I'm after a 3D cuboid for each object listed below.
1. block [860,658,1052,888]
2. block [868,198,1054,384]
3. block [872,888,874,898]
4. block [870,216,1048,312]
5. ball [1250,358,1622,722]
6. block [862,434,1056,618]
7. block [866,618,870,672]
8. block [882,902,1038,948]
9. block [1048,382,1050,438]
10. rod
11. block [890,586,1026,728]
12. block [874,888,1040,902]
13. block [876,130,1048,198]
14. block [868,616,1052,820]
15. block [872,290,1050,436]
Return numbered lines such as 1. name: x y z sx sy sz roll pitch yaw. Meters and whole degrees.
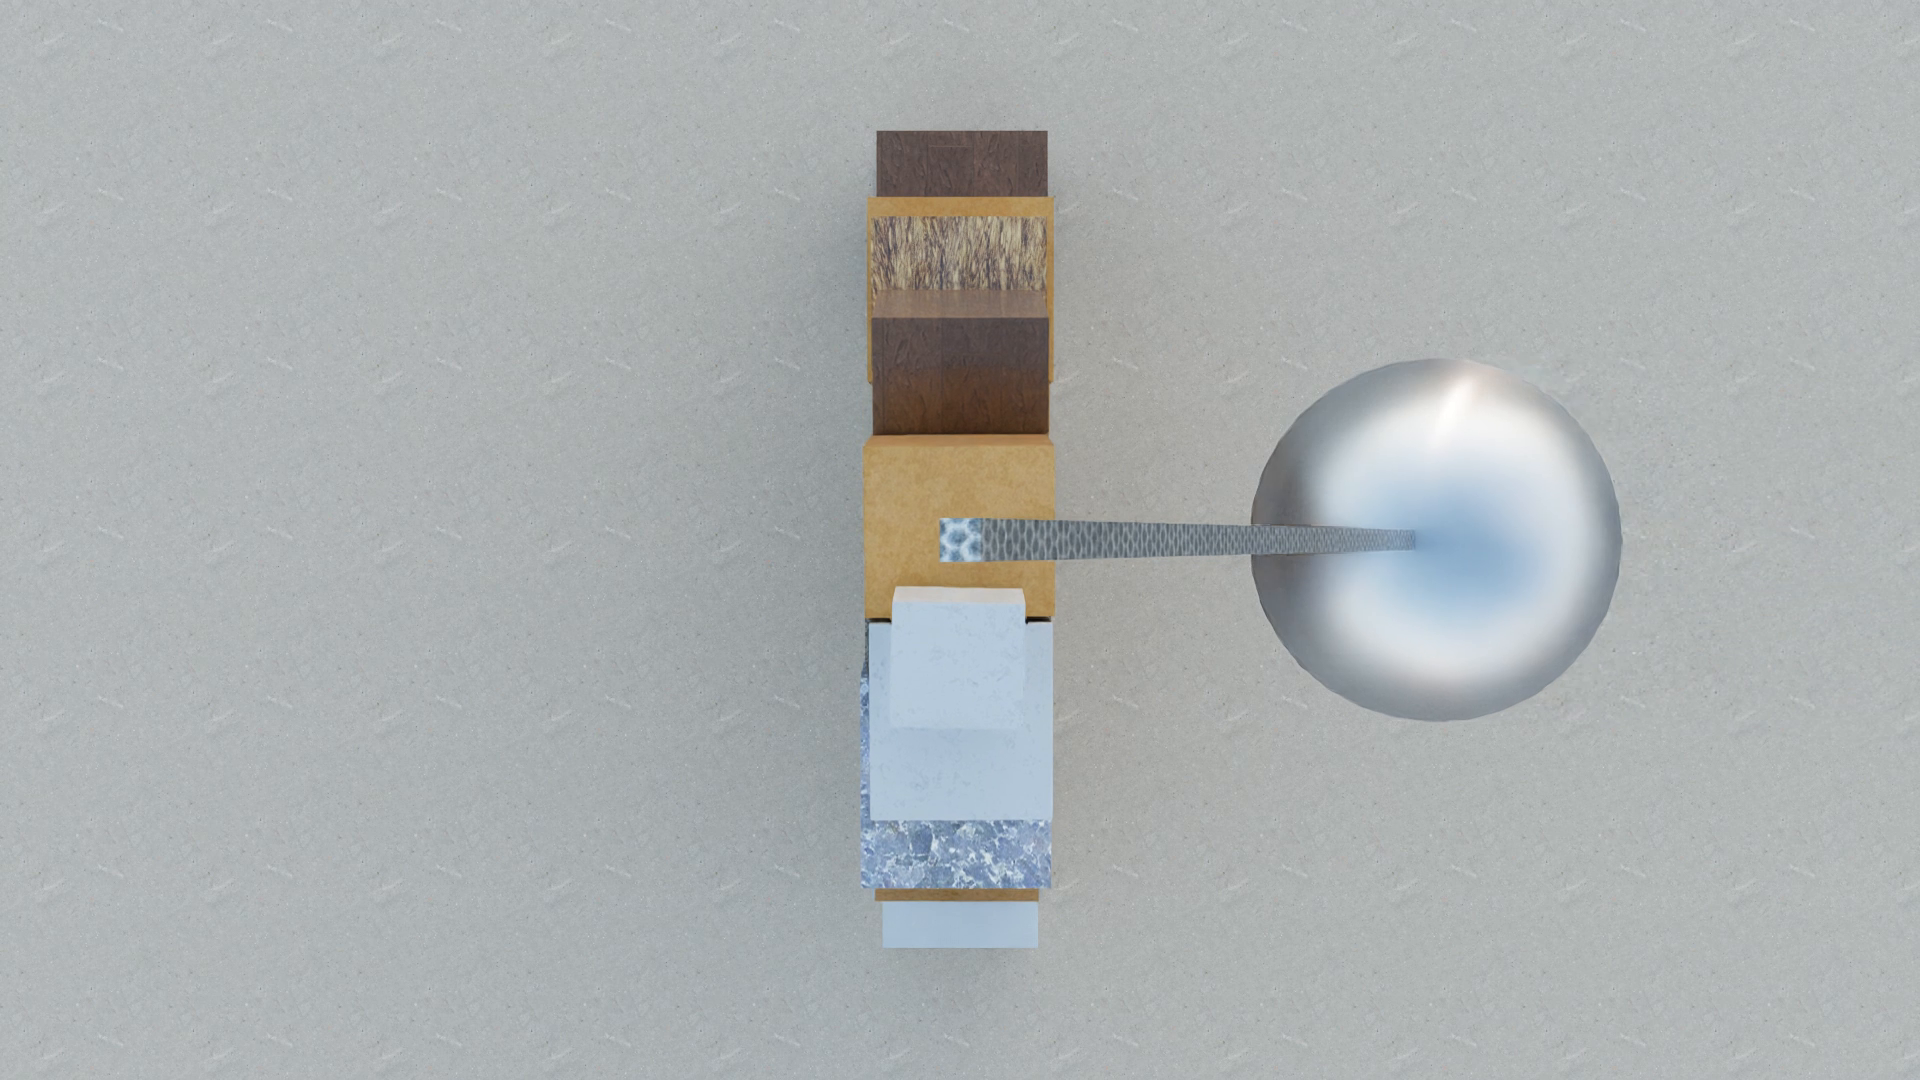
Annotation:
1. block: -0.017 0.999 9.873 0.821 0.875 0.921 0 96 0
2. block: 0.002 -1.275 11.531 0.935 0.992 0.921 0 92 0
3. block: -0.020 1.365 11.635 0.856 0.880 0.905 0 91 0
4. block: -0.005 -1.156 10.609 0.815 0.857 0.710 0 92 0
5. ball: 2.074 0.000 9.655 1.600 1.600 1.600 0 90 0
6. block: -0.003 -0.073 8.981 0.744 0.837 0.669 0 96 0
7. block: -0.013 0.139 9.826 0.787 0.800 0.774 0 96 0
8. block: 0.001 1.773 12.541 0.853 0.917 0.933 0 90 0
9. block: 0.019 -0.377 11.653 0.875 0.816 0.860 0 90 0
10. rod: 0.899 0.000 6.464 0.080 5.200 0.080 0 90 20
11. block: -0.008 0.440 8.341 0.491 0.432 0.467 1 96 0
12. block: -0.012 1.342 10.810 0.780 0.769 0.730 0 91 0
13. block: 0.012 -1.797 12.512 0.937 0.976 0.883 0 90 0
14. block: 0.005 0.669 8.990 0.714 0.809 0.776 0 96 0
15. block: -0.001 -0.680 9.773 0.749 0.865 0.747 0 104 0
